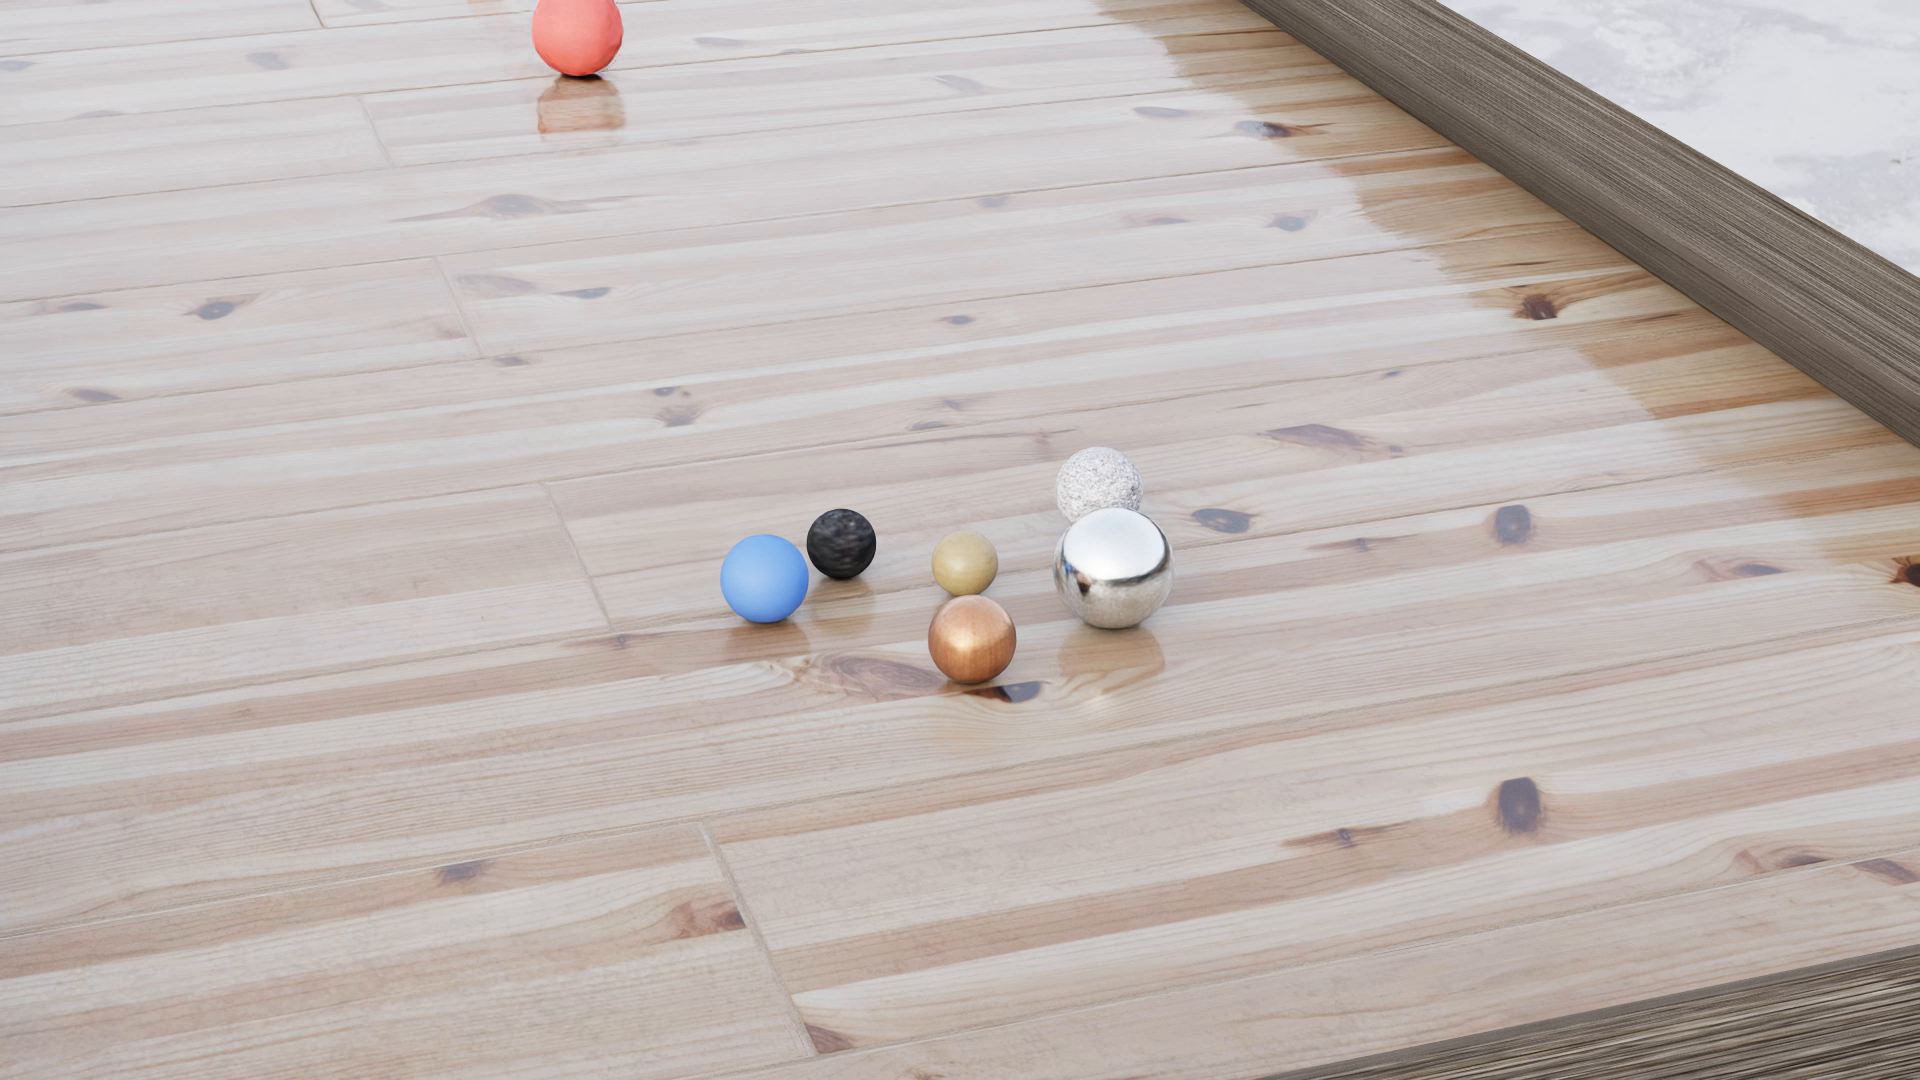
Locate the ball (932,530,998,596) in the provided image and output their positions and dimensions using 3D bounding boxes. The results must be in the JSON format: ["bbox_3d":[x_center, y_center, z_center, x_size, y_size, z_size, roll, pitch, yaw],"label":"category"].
[{"bbox_3d":[0.003,0.016,1.989,0.046,0.046,0.046,0,26,0],"label":"ball"}]

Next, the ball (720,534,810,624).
[{"bbox_3d":[-0.130,0.026,1.953,0.059,0.059,0.059,0,26,0],"label":"ball"}]

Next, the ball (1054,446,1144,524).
[{"bbox_3d":[0.098,-0.035,2.074,0.062,0.062,0.062,0,26,0],"label":"ball"}]

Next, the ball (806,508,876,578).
[{"bbox_3d":[-0.081,0.002,2.014,0.048,0.048,0.048,0,26,0],"label":"ball"}]

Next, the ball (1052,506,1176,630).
[{"bbox_3d":[0.102,0.018,1.943,0.081,0.081,0.081,0,26,0],"label":"ball"}]

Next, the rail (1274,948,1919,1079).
[{"bbox_3d":[0.226,0.271,1.371,1.515,0.124,0.045,-8,27,-16],"label":"rail"}]

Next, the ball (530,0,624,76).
[{"bbox_3d":[-0.398,-0.531,3.059,0.096,0.096,0.096,0,26,0],"label":"ball"}]

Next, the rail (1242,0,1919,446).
[{"bbox_3d":[0.464,-0.441,2.838,0.045,0.124,2.997,-8,27,-16],"label":"rail"}]

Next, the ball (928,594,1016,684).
[{"bbox_3d":[0.008,0.063,1.878,0.057,0.057,0.057,0,26,0],"label":"ball"}]
